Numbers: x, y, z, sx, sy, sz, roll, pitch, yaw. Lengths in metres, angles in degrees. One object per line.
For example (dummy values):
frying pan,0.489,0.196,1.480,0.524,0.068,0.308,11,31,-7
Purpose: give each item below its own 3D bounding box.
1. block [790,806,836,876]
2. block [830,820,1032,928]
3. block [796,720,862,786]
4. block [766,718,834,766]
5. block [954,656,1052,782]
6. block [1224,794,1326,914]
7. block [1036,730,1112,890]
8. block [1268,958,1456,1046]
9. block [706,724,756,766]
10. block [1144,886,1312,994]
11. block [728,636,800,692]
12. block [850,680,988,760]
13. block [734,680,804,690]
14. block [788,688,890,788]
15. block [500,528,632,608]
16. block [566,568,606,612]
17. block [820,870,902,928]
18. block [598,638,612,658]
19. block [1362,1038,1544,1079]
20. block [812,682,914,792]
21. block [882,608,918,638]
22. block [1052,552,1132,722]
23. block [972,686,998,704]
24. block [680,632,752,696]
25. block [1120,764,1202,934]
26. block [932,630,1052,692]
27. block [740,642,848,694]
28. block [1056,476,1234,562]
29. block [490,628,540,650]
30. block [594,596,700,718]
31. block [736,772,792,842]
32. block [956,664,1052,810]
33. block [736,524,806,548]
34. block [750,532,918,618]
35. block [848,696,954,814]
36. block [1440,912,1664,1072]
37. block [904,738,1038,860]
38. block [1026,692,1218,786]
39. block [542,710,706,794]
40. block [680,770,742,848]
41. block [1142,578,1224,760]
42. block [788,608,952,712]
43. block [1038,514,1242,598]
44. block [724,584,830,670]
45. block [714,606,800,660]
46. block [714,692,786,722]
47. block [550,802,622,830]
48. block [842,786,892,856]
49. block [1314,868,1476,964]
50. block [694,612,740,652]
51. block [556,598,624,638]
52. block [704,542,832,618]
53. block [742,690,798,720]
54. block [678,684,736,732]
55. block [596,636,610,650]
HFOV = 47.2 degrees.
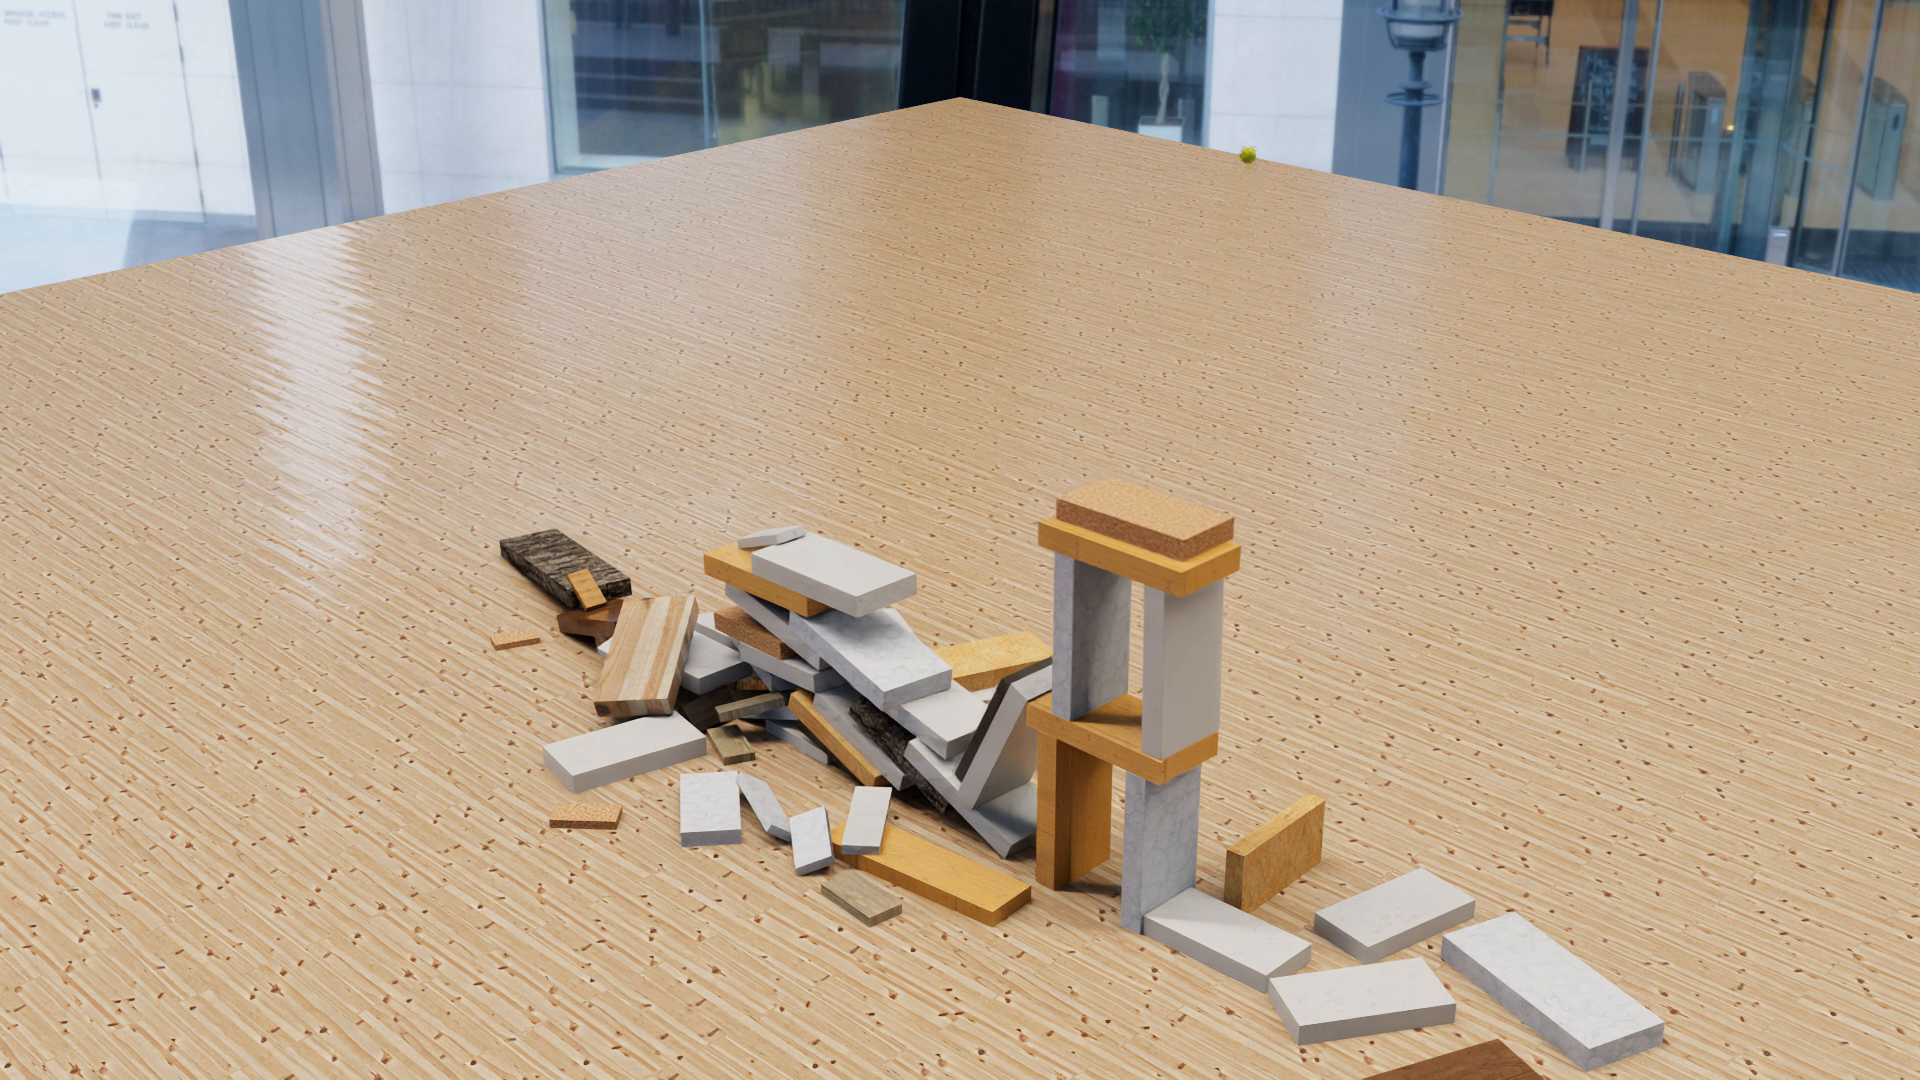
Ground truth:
block,-0.289,0.586,4.288,0.074,0.021,0.148,-20,35,4
block,-0.071,0.631,4.230,0.431,0.034,0.118,18,29,35
block,-0.236,0.427,4.640,0.105,0.030,0.211,-21,48,-40
block,-0.312,0.418,4.737,0.105,0.030,0.211,-19,30,-39
block,0.098,0.358,4.305,0.144,0.287,0.041,-21,57,-41
block,0.598,0.599,4.172,0.039,0.138,0.276,19,29,37
block,0.219,0.489,4.191,0.046,0.326,0.163,21,31,40
block,0.698,0.800,3.822,0.287,0.041,0.144,-5,24,-12
block,-0.491,0.438,4.705,0.068,0.019,0.137,-9,24,-20
block,0.485,0.725,4.001,0.276,0.039,0.138,21,30,40
block,-0.405,0.244,4.909,0.143,0.041,0.286,-9,28,-23
block,-0.068,0.329,4.485,0.153,0.043,0.305,-19,39,-37
block,-0.426,0.324,4.895,0.143,0.020,0.072,-2,-4,33
block,-0.215,0.403,4.619,0.145,0.041,0.291,-18,46,-38
block,-0.988,0.067,5.481,0.153,0.043,0.509,-13,20,-28
block,-0.889,0.119,5.233,0.053,0.015,0.106,-18,59,-31
block,-0.186,0.675,4.142,0.076,0.022,0.152,-18,29,-36
block,-0.741,0.223,4.987,0.148,0.021,0.074,-37,38,-29
block,0.783,0.911,3.555,0.330,0.047,0.165,-10,25,-22
block,-0.159,0.396,4.576,0.145,0.041,0.291,-19,46,-39
block,-0.185,0.226,5.126,0.143,0.041,0.286,1,18,-18
block,0.242,0.152,4.030,0.046,0.328,0.164,21,31,40
block,0.157,0.348,4.912,0.366,0.022,0.076,-1,23,-3
block,-0.619,0.265,4.969,0.147,0.042,0.293,-20,29,-39
block,0.371,0.548,4.053,0.046,0.326,0.163,21,30,40
block,0.053,0.281,4.988,0.307,0.043,0.153,-10,25,-23
block,-0.335,0.255,4.739,0.145,0.041,0.291,-16,21,-34
block,0.326,-0.039,3.890,0.287,0.041,0.144,20,30,39
block,-1.049,0.235,5.187,0.106,0.015,0.053,-10,25,-21
block,-0.692,0.255,4.875,0.167,0.047,0.333,-3,40,9
block,-0.389,0.537,4.426,0.067,0.019,0.229,28,9,-29
block,0.118,0.376,4.259,0.165,0.330,0.047,-21,57,-40
block,-0.408,-0.007,4.751,0.076,0.022,0.152,-20,9,-38
block,-0.265,0.070,4.587,0.165,0.047,0.336,-21,29,-40
block,-0.072,0.416,4.496,0.153,0.043,0.305,-21,55,-40
block,1.031,0.785,3.850,0.166,0.047,0.382,-11,26,-25
block,0.046,0.491,4.393,0.153,0.043,0.305,-23,56,-41
block,0.296,0.347,4.050,0.163,0.046,0.326,-21,31,-41
block,-0.709,0.445,4.655,0.307,0.043,0.153,-14,27,-30
block,-0.504,0.542,4.441,0.118,0.034,0.237,-3,23,-6
block,0.394,0.210,3.894,0.046,0.328,0.164,20,30,41
block,-0.187,0.223,4.547,0.171,0.049,0.343,-17,38,-34
block,0.315,0.010,3.886,0.328,0.046,0.164,21,30,40
block,-0.336,0.153,4.732,0.171,0.049,0.343,-19,39,-36
block,-0.406,0.192,4.818,0.143,0.041,0.286,-16,21,-33
block,-0.453,0.359,4.736,0.143,0.020,0.072,-13,10,-12
block,-0.752,0.556,4.426,0.134,0.019,0.067,1,23,3
block,-0.183,0.553,4.344,0.074,0.021,0.230,2,23,4
block,0.806,0.695,4.073,0.276,0.039,0.138,-15,27,-32
block,-0.465,0.237,5.073,0.333,0.047,0.167,20,20,39
block,-0.813,0.184,5.163,0.147,0.042,0.293,-19,12,-35
block,-0.375,0.071,4.717,0.171,0.049,0.343,-21,29,-40
block,-0.378,0.359,4.793,0.211,0.030,0.105,-2,14,43
block,-0.548,0.371,4.803,0.137,0.068,0.019,-27,-6,-47
block,-0.700,0.259,5.097,0.147,0.042,0.293,-20,30,-39
